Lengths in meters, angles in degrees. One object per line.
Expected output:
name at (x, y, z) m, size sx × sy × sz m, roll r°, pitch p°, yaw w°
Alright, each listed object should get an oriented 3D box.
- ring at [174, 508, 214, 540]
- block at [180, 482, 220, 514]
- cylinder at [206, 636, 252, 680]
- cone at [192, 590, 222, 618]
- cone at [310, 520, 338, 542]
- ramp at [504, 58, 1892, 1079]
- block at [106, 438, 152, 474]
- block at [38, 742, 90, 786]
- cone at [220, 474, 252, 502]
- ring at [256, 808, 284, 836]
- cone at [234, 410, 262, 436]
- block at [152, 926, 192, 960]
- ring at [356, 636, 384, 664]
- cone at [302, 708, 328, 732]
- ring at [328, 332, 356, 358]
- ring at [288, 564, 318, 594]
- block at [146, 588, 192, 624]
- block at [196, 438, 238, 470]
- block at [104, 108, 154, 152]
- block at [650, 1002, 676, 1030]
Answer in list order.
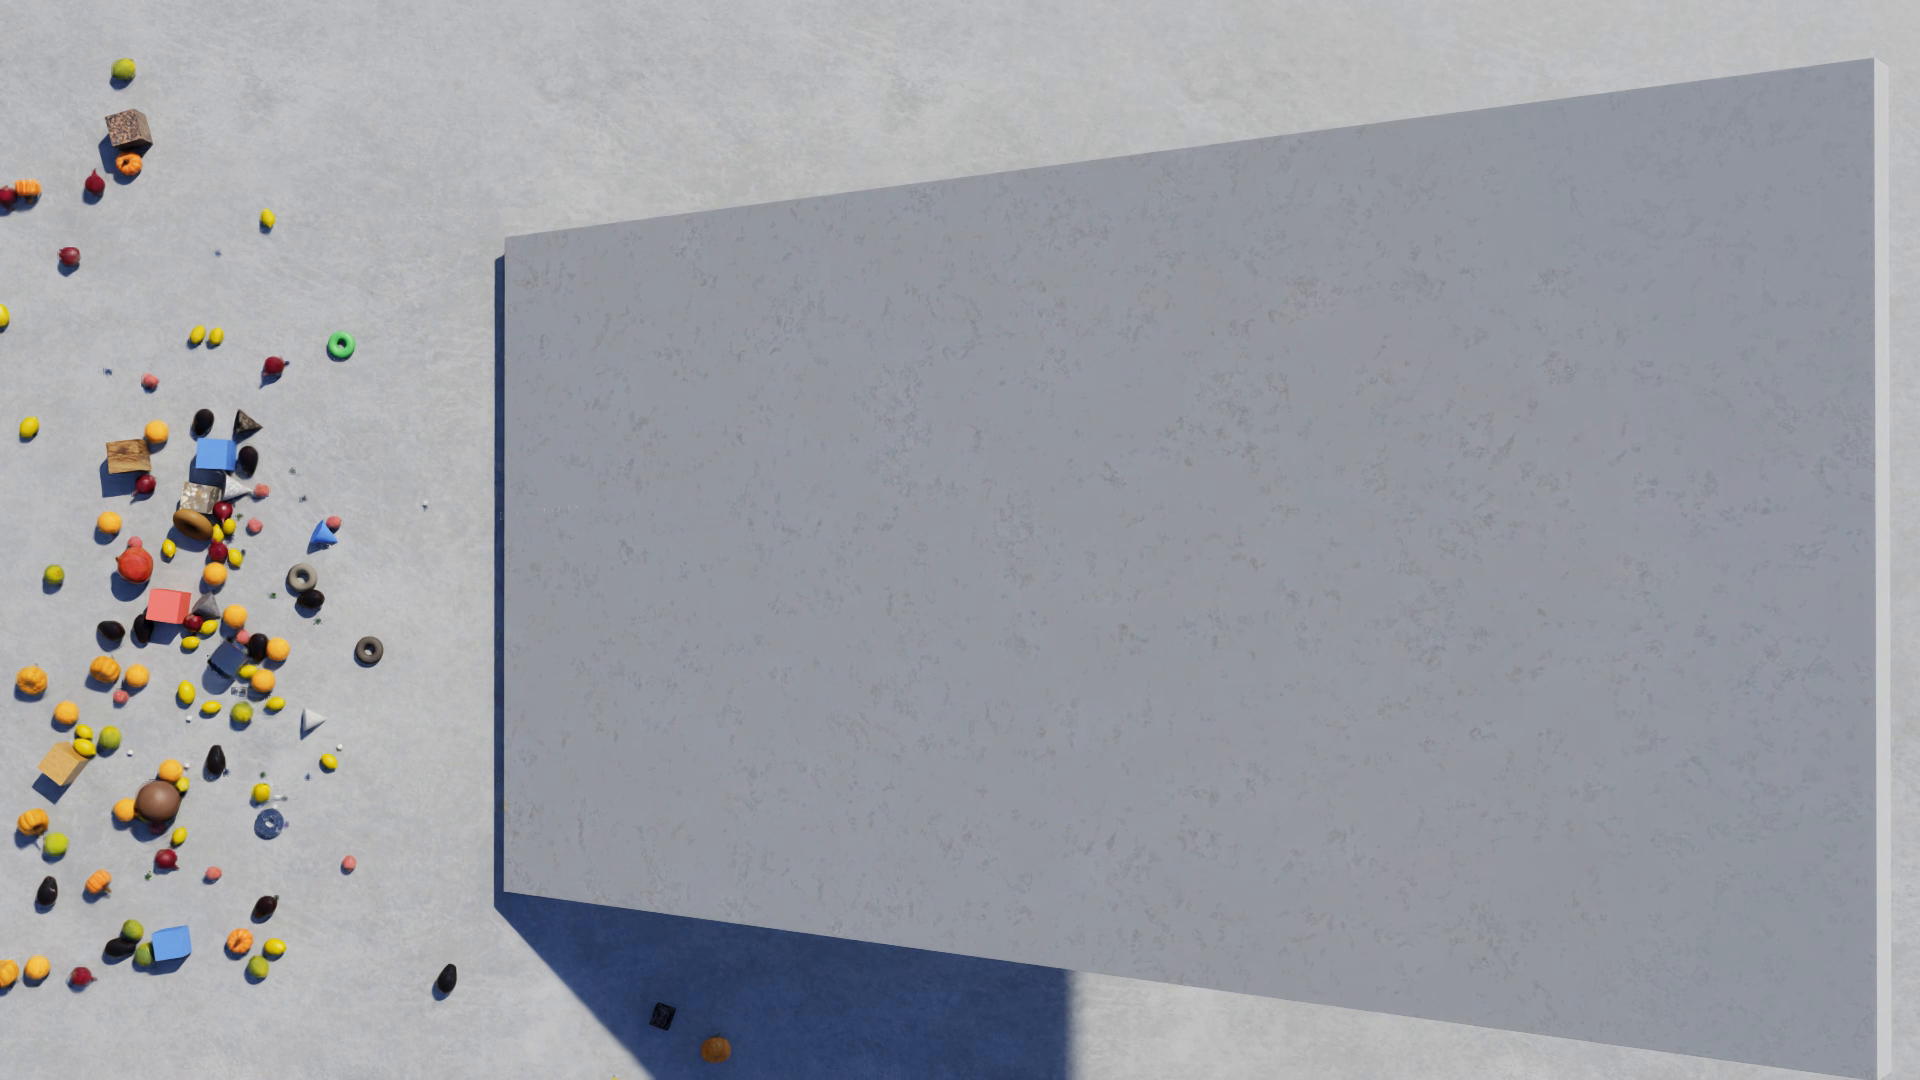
ring at (-2.352, -0.047, 6.744) m, size 0.130 × 0.130 × 0.043 m, roll 22°, pitch 56°, yaw 0°
block at (-2.336, -0.129, 6.758) m, size 0.084 × 0.084 × 0.084 m, roll 10°, pitch 90°, yaw 0°
cylinder at (-2.244, 0.362, 6.751) m, size 0.092 × 0.092 × 0.092 m, roll 40°, pitch 90°, yaw 0°
cone at (-2.306, 0.215, 6.779) m, size 0.083 × 0.083 × 0.083 m, roll -42°, pitch 116°, yaw 0°
cone at (-1.950, -0.009, 6.782) m, size 0.077 × 0.077 × 0.077 m, roll 30°, pitch 90°, yaw -26°
ramp at (0.229, 0.064, 5.547) m, size 4.000 × 0.100 × 2.000 m, roll 0°, pitch 89°, yaw 37°
block at (-2.552, -0.255, 6.753) m, size 0.095 × 0.095 × 0.095 m, roll -7°, pitch 90°, yaw 0°
block at (-2.749, 0.685, 6.748) m, size 0.092 × 0.092 × 0.092 m, roll 37°, pitch 90°, yaw 0°
cone at (-2.226, -0.156, 6.781) m, size 0.088 × 0.088 × 0.088 m, roll 8°, pitch 90°, yaw -27°
ring at (-2.127, 0.871, 6.779) m, size 0.087 × 0.029 × 0.087 m, roll 0°, pitch 88°, yaw -1°
cone at (-2.189, -0.353, 6.783) m, size 0.083 × 0.083 × 0.083 m, roll 12°, pitch 90°, yaw -27°
block at (-2.418, 1.236, 6.748) m, size 0.084 × 0.084 × 0.084 m, roll -9°, pitch 90°, yaw 0°
ring at (-1.821, 0.340, 6.783) m, size 0.087 × 0.029 × 0.087 m, roll 0°, pitch 91°, yaw 0°
cone at (-1.984, 0.554, 6.779) m, size 0.072 × 0.072 × 0.072 m, roll 1°, pitch 90°, yaw -27°
ring at (-1.909, -0.603, 6.790) m, size 0.083 × 0.028 × 0.083 m, roll 0°, pitch 90°, yaw -1°
ring at (-2.029, 0.118, 6.783) m, size 0.093 × 0.031 × 0.093 m, roll 0°, pitch 88°, yaw 0°
block at (-2.429, 0.202, 6.751) m, size 0.094 × 0.094 × 0.094 m, roll 9°, pitch 90°, yaw 0°
block at (-2.283, -0.263, 6.755) m, size 0.091 × 0.091 × 0.091 m, roll 3°, pitch 90°, yaw 0°
block at (-2.555, -1.259, 6.761) m, size 0.094 × 0.094 × 0.094 m, roll -16°, pitch 90°, yaw 0°
block at (-0.914, 1.464, 6.759) m, size 0.060 × 0.060 × 0.060 m, roll 20°, pitch 90°, yaw 0°
